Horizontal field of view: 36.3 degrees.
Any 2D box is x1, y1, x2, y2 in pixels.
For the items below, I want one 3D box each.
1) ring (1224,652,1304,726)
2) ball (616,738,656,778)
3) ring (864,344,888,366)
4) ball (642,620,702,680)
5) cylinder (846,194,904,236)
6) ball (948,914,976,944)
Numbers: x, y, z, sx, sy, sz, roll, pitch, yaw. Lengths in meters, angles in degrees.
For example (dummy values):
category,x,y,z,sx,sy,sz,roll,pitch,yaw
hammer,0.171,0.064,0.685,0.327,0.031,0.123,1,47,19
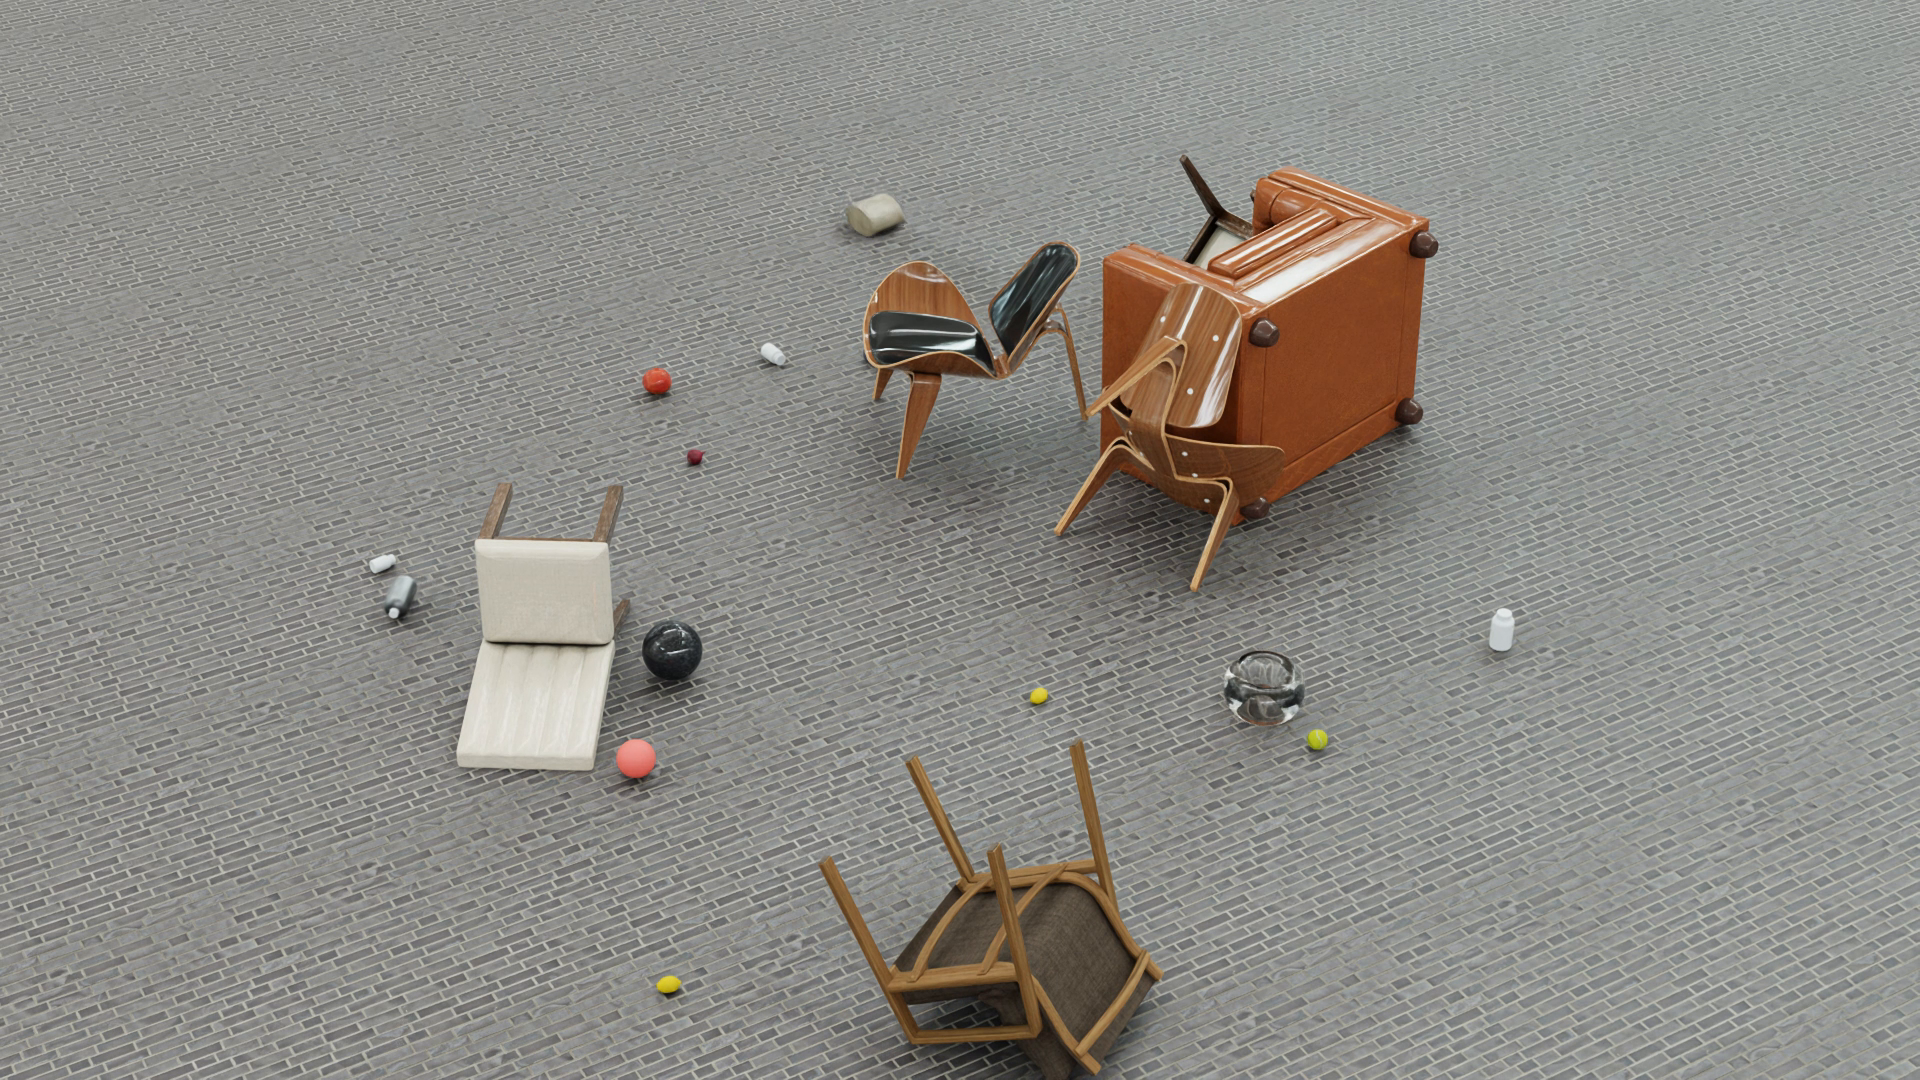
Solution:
category,x,y,z,sx,sy,sz,roll,pitch,yaw
ring,1.042,0.507,10.045,0.280,0.145,0.314,3,35,1
ball,-1.074,0.725,9.726,0.130,0.130,0.130,0,33,0
ring,-0.345,-0.764,12.051,0.098,0.059,0.124,-22,38,-27
ball,-0.998,0.383,10.171,0.212,0.212,0.212,0,33,0
cylinder,-0.379,-1.446,13.026,0.180,0.122,0.186,-27,52,-34
ball,0.006,1.200,9.041,0.091,0.091,0.091,0,33,0
